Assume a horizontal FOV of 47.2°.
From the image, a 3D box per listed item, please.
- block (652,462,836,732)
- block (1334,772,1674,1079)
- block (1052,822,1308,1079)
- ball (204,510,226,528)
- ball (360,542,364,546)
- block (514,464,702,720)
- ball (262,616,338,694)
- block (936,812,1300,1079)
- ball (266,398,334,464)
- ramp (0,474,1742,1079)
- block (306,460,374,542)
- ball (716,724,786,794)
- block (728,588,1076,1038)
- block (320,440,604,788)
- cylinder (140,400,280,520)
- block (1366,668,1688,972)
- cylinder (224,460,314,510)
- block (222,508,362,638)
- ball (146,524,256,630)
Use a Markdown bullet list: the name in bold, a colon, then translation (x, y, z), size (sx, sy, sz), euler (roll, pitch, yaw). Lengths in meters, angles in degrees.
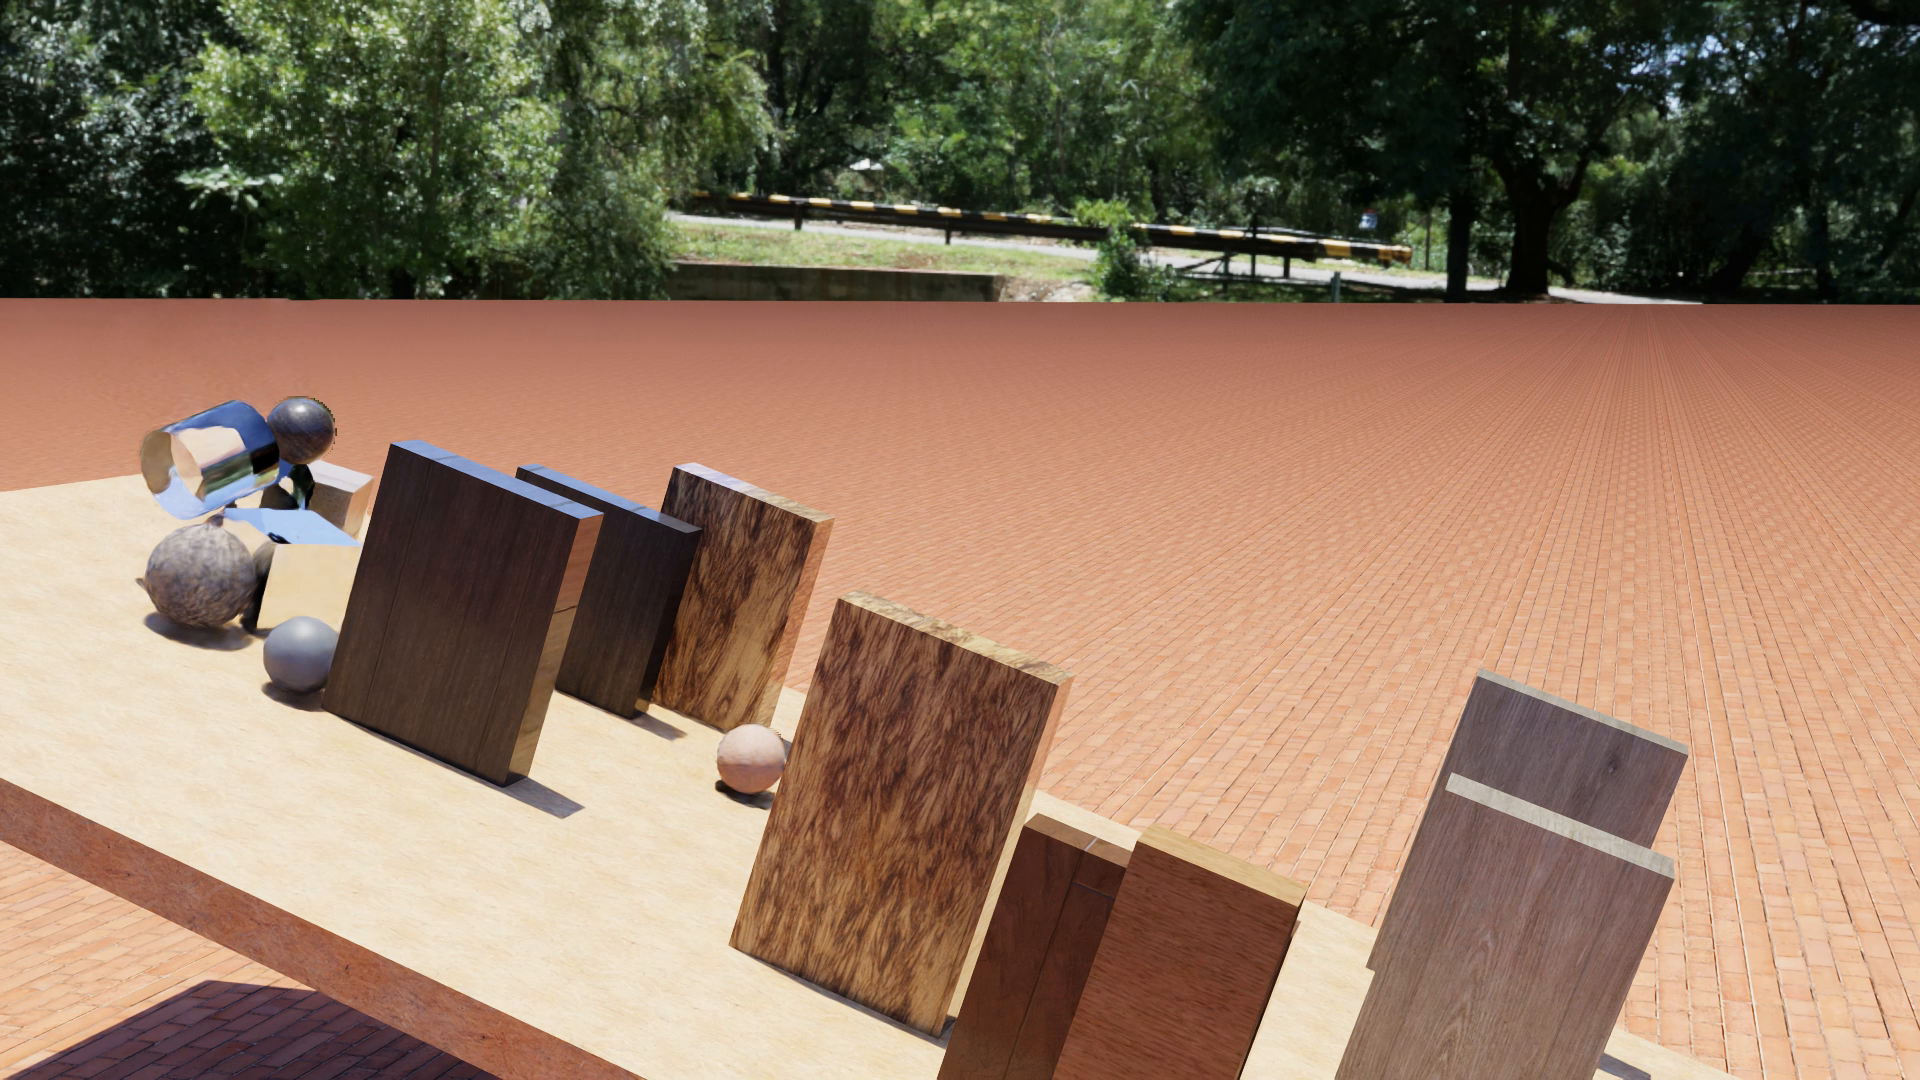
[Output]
- **block**: translation (-0.524, 0.133, 4.840), size (0.351, 0.512, 0.110), euler (21, 12, 14)
- **block**: translation (0.971, 0.777, 3.949), size (0.411, 0.589, 0.141), euler (21, 12, 14)
- **block**: translation (0.283, 0.728, 3.164), size (0.240, 0.584, 0.105), euler (21, 12, 14)
- **ball**: translation (-1.553, 0.013, 4.705), size (0.159, 0.159, 0.159), euler (0, 7, 0)
- **ball**: translation (-1.299, 0.087, 4.743), size (0.168, 0.168, 0.168), euler (0, 7, 0)
- **block**: translation (-0.810, 0.109, 4.728), size (0.410, 0.429, 0.083), euler (21, 12, 14)
- **ball**: translation (-1.261, 0.221, 4.222), size (0.149, 0.149, 0.149), euler (0, 7, 0)
- **block**: translation (0.231, 0.724, 3.359), size (0.433, 0.479, 0.084), euler (21, 12, 14)
- **ball**: translation (-1.404, -0.231, 4.674), size (0.142, 0.142, 0.142), euler (0, 7, 0)
- **ramp**: translation (-0.350, 0.656, 4.222), size (4.000, 0.100, 2.000), euler (21, 12, 14)
- **block**: translation (-1.497, -0.068, 5.098), size (0.189, 0.189, 0.189), euler (17, 12, -4)
- **ball**: translation (-0.425, 0.445, 4.475), size (0.142, 0.142, 0.142), euler (0, 7, 0)
- **block**: translation (-0.102, 0.456, 3.689), size (0.397, 0.641, 0.111), euler (21, 12, 14)
- **block**: translation (-0.942, 0.136, 4.144), size (0.408, 0.539, 0.099), euler (21, 12, 14)
- **cylinder**: translation (-1.559, -0.167, 4.575), size (0.196, 0.196, 0.196), euler (5, 24, 34)
- **block**: translation (1.171, 0.661, 4.568), size (0.440, 0.671, 0.099), euler (21, 12, 14)
- **cylinder**: translation (-1.524, -0.093, 4.856), size (0.164, 0.164, 0.164), euler (-1, 27, -5)
- **block**: translation (-1.406, 0.068, 4.575), size (0.205, 0.205, 0.205), euler (28, 16, 38)
- **ball**: translation (-1.514, 0.073, 4.386), size (0.209, 0.209, 0.209), euler (0, 7, 0)
